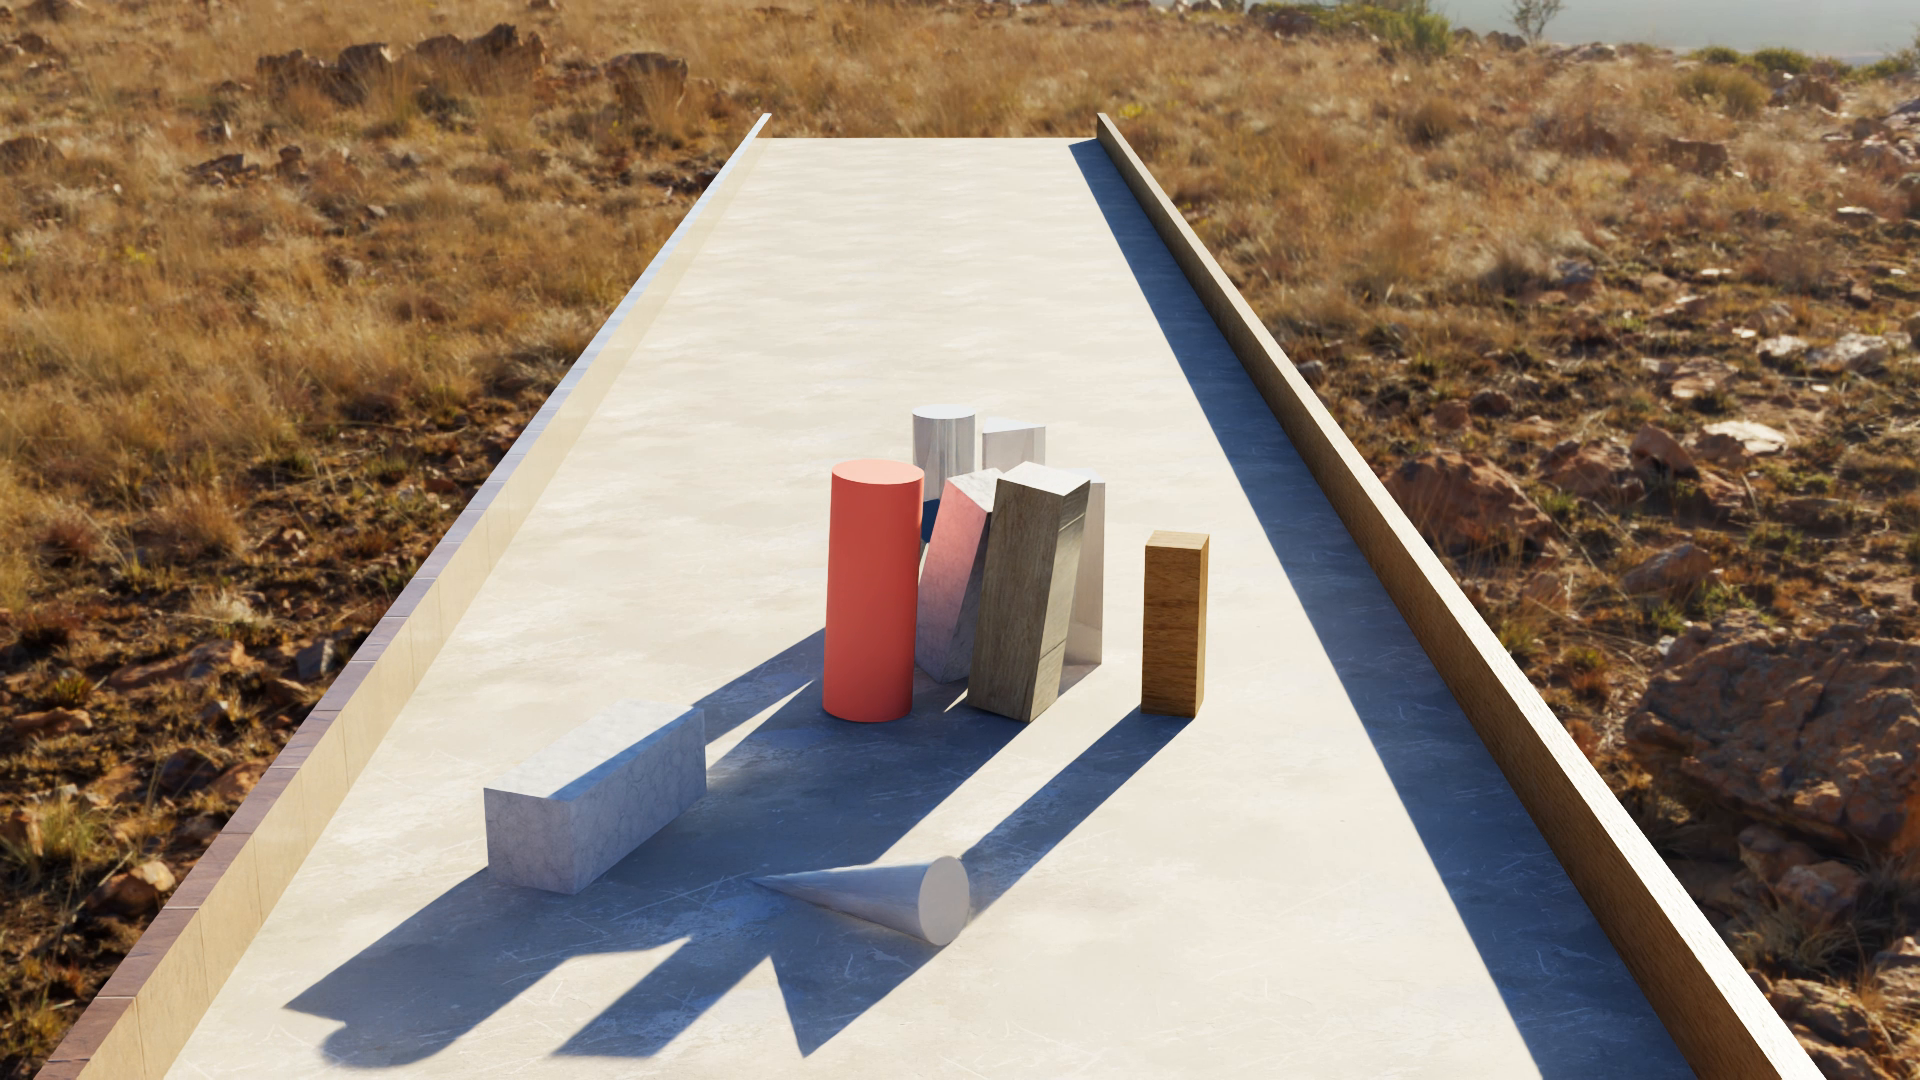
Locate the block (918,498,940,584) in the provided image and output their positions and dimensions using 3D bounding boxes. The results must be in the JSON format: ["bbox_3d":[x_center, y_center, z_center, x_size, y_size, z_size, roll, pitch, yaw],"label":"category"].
[{"bbox_3d":[-0.093,0.084,4.370,0.115,0.307,0.115,-14,45,-38],"label":"block"}]

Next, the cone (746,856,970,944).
[{"bbox_3d":[-0.180,0.529,3.334,0.383,0.131,0.131,0,13,35],"label":"cone"}]

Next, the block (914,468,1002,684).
[{"bbox_3d":[0.014,0.071,4.250,0.123,0.402,0.123,-14,42,-39],"label":"block"}]

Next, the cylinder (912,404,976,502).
[{"bbox_3d":[-0.035,-0.099,4.888,0.142,0.383,0.142,0,17,0],"label":"cylinder"}]

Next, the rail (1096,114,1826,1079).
[{"bbox_3d":[0.932,-0.844,7.801,0.050,0.150,12.000,0,17,-1],"label":"rail"}]

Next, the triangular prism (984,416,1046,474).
[{"bbox_3d":[0.087,-0.043,4.635,0.143,0.419,0.124,-8,18,-24],"label":"triangular prism"}]

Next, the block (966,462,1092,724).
[{"bbox_3d":[0.126,0.097,4.087,0.132,0.450,0.132,16,21,21],"label":"block"}]

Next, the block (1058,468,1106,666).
[{"bbox_3d":[0.217,0.054,4.385,0.116,0.376,0.116,-3,17,-10],"label":"block"}]

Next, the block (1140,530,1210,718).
[{"bbox_3d":[0.403,0.157,4.121,0.103,0.329,0.103,4,17,14],"label":"block"}]

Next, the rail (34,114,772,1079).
[{"bbox_3d":[-1.118,-0.838,7.780,0.050,0.150,12.000,0,17,-1],"label":"rail"}]

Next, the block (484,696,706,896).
[{"bbox_3d":[-0.585,0.408,3.583,0.155,0.155,0.428,7,18,21],"label":"block"}]

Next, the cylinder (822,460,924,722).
[{"bbox_3d":[-0.163,0.094,4.091,0.170,0.459,0.170,3,17,-1],"label":"cylinder"}]
